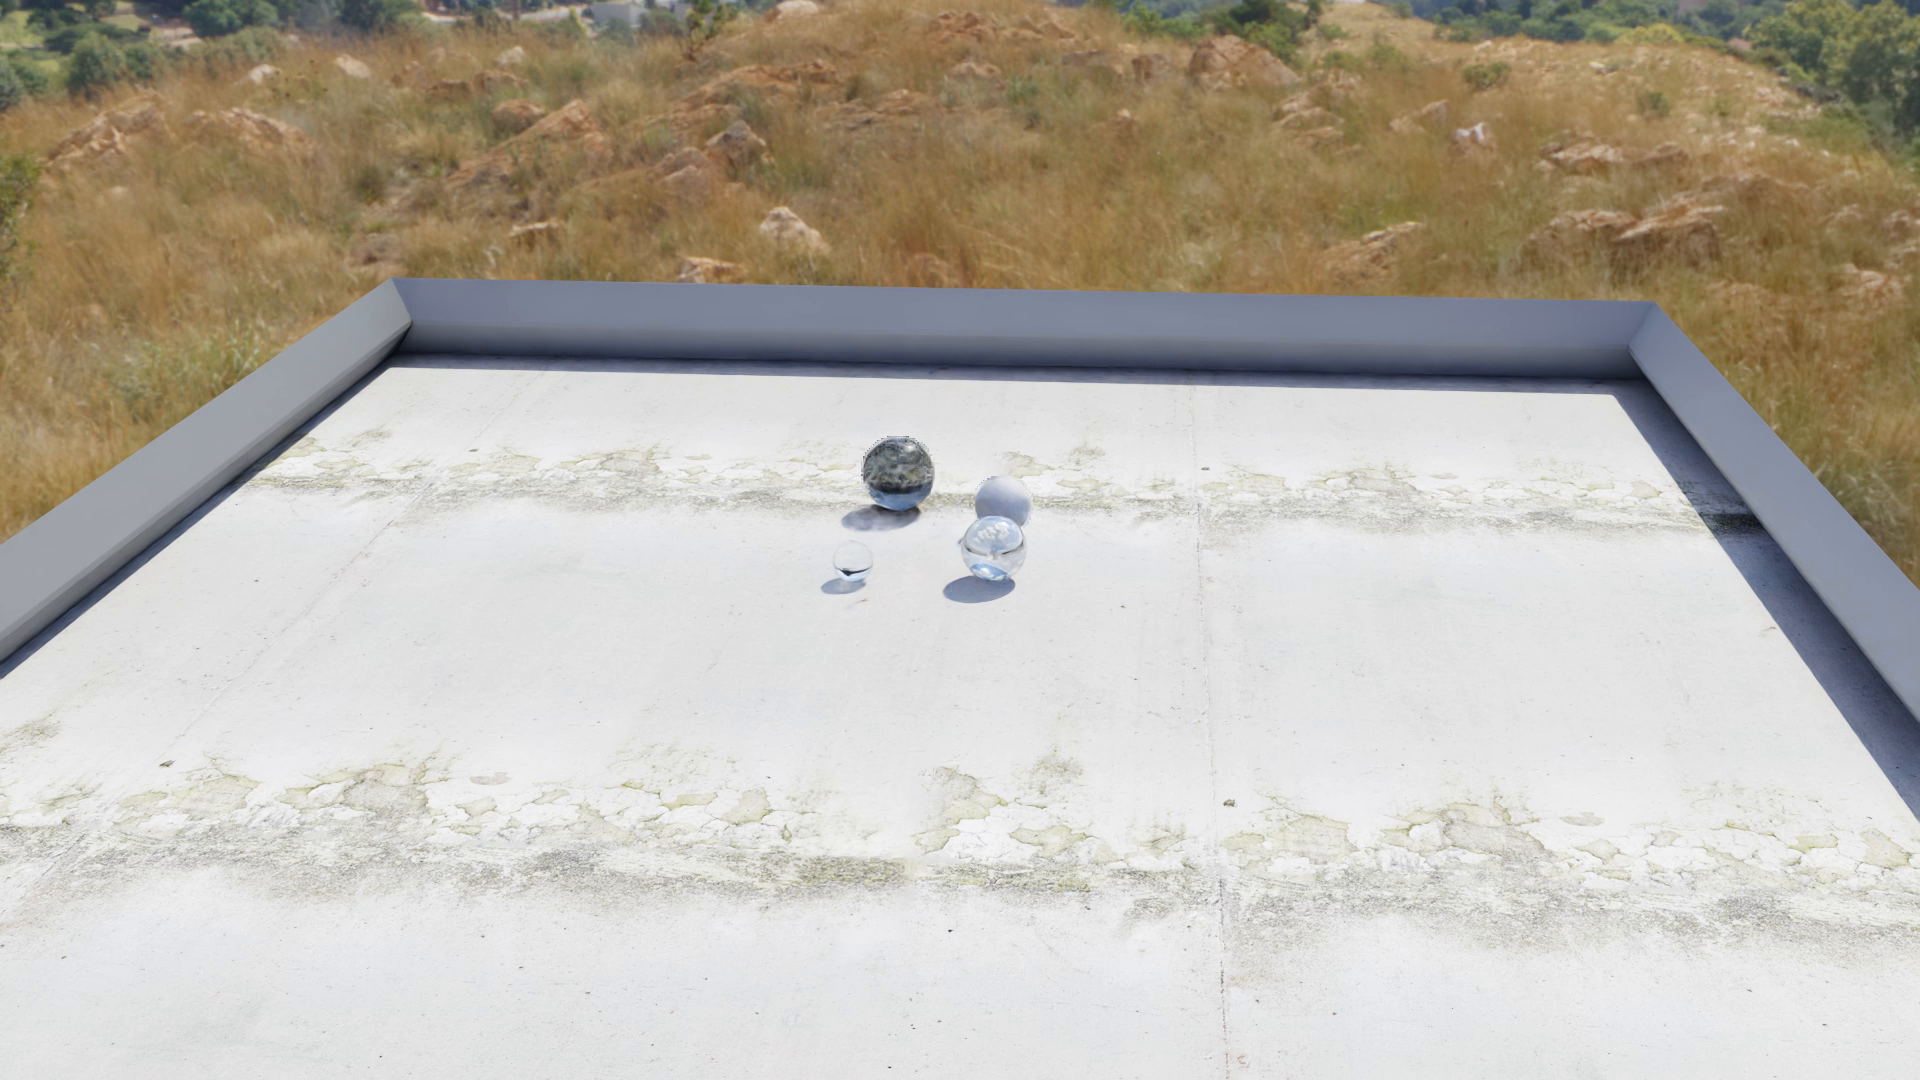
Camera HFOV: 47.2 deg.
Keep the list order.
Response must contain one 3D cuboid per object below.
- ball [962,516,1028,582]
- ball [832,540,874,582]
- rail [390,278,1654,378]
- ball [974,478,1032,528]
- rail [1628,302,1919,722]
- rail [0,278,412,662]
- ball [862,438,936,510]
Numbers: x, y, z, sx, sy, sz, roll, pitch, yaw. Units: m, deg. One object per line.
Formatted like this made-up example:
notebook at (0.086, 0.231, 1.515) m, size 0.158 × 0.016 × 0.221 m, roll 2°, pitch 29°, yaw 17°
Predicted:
ball at (0.040, 0.010, 2.535) m, size 0.077 × 0.077 × 0.077 m, roll 0°, pitch 20°, yaw 0°
ball at (-0.123, 0.024, 2.537) m, size 0.047 × 0.047 × 0.047 m, roll 0°, pitch 20°, yaw 0°
rail at (0.074, -0.324, 3.404) m, size 1.964 × 0.119 × 0.045 m, roll 2°, pitch 20°, yaw 4°
ball at (0.053, -0.042, 2.691) m, size 0.069 × 0.069 × 0.069 m, roll 0°, pitch 20°, yaw 0°
rail at (0.879, 0.306, 1.641) m, size 0.045 × 0.119 × 3.645 m, roll 2°, pitch 20°, yaw 4°
rail at (-1.030, 0.252, 1.790) m, size 0.045 × 0.119 × 3.645 m, roll 2°, pitch 20°, yaw 4°
ball at (-0.077, -0.083, 2.771) m, size 0.092 × 0.092 × 0.092 m, roll 0°, pitch 20°, yaw 0°
